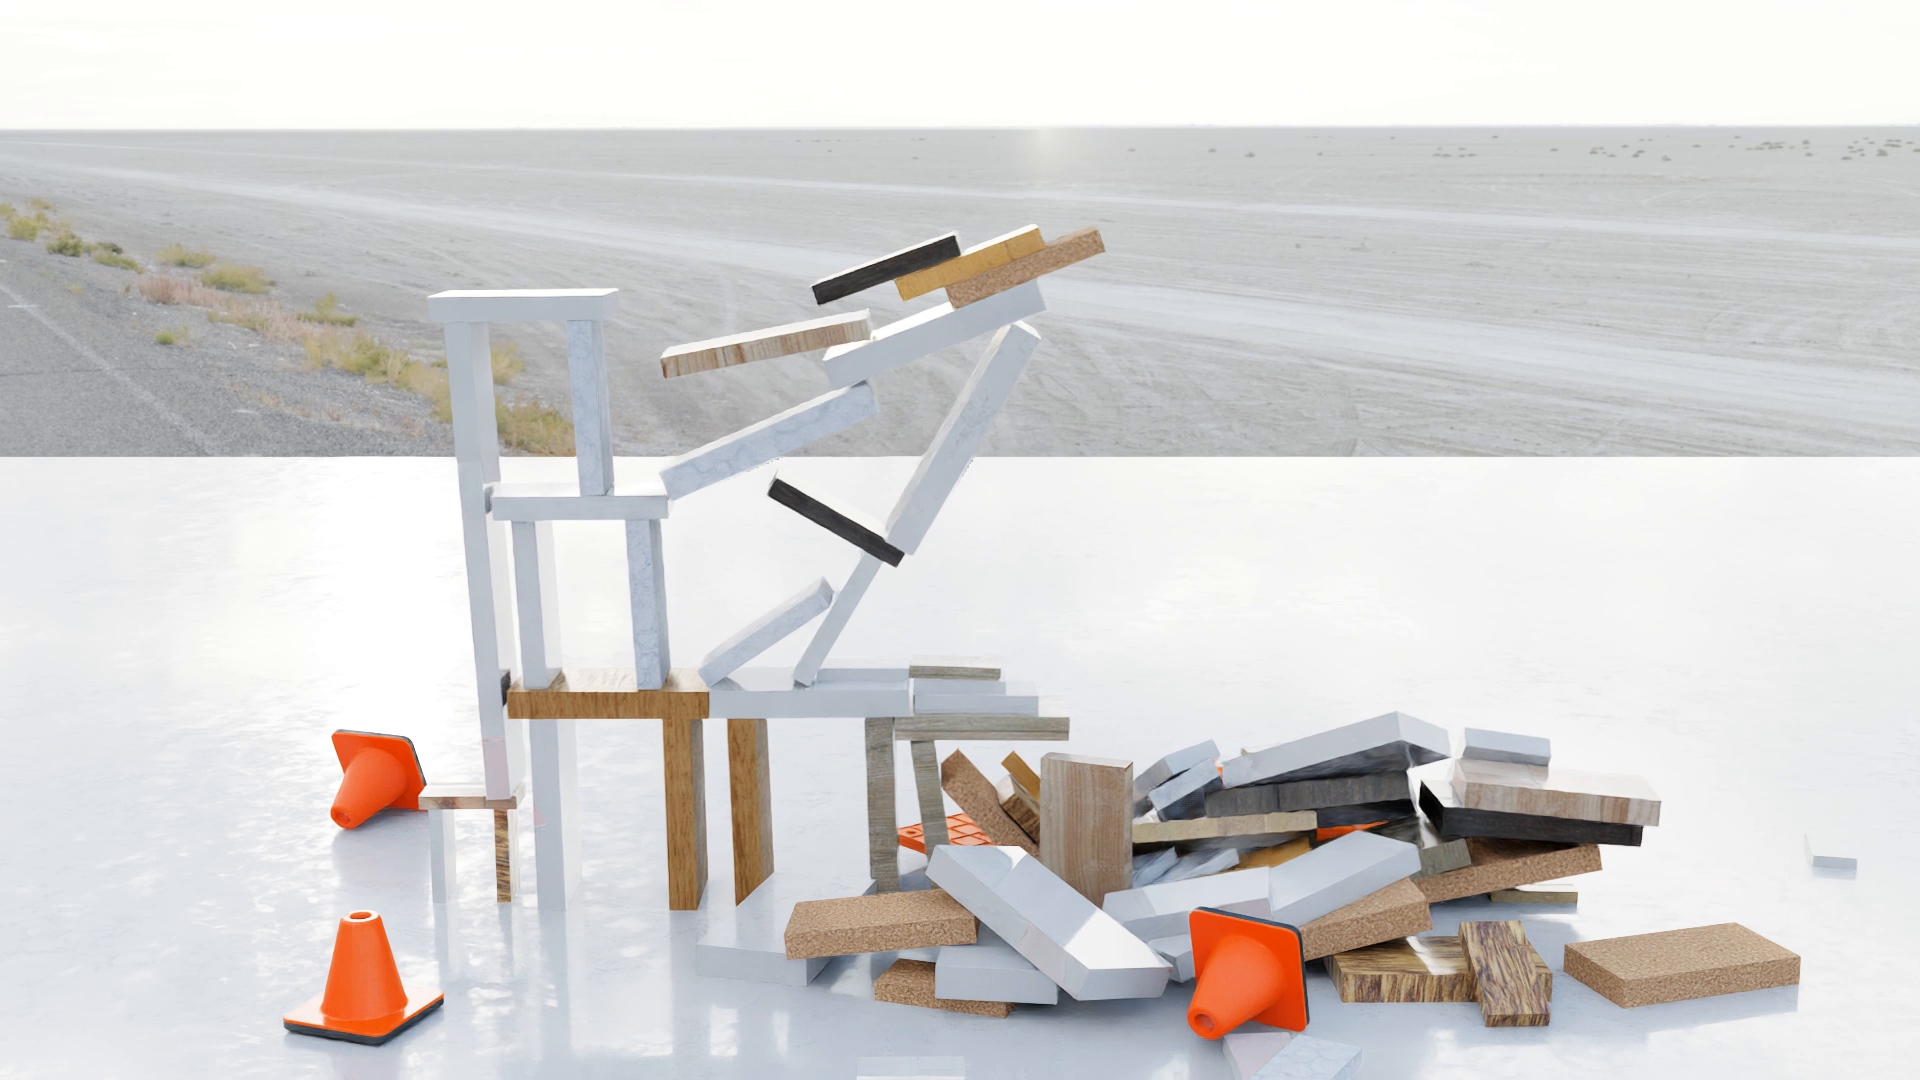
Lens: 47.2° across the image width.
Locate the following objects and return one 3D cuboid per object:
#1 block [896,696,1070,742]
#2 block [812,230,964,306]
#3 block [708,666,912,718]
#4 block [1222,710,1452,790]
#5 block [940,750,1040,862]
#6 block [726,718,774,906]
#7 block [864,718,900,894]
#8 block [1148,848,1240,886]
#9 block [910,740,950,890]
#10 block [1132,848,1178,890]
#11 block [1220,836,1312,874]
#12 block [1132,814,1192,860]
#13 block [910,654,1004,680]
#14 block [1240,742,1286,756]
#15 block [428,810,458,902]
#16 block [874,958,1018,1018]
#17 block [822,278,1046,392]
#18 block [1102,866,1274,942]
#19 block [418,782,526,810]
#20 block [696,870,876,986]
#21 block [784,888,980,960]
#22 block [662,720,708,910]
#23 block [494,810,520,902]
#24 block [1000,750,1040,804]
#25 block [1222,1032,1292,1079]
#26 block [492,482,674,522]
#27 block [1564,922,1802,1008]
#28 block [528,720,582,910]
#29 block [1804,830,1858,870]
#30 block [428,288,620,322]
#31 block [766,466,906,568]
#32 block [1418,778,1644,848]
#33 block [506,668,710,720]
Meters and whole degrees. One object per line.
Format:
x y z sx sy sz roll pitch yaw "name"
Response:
0.034 0.291 3.614 0.282 0.040 0.141 0 10 -2 "block"
-0.113 -0.433 3.496 0.239 0.034 0.120 -19 10 6 "block"
-0.242 0.249 3.607 0.322 0.046 0.161 0 11 0 "block"
0.622 0.364 3.643 0.336 0.048 0.168 -22 -27 35 "block"
0.078 0.477 3.637 0.040 0.282 0.141 -42 9 6 "block"
-0.346 0.431 3.641 0.046 0.322 0.161 -1 10 2 "block"
-0.128 0.428 3.655 0.046 0.322 0.161 -2 11 0 "block"
0.359 0.554 3.612 0.186 0.026 0.093 -22 4 -31 "block"
-0.044 0.453 3.628 0.040 0.282 0.141 -8 11 -1 "block"
0.272 0.557 3.607 0.093 0.026 0.186 -21 1 38 "block"
0.490 0.542 3.626 0.186 0.026 0.093 -18 10 9 "block"
0.326 0.536 3.867 0.120 0.034 0.240 -2 11 -9 "block"
-0.005 0.209 3.614 0.149 0.021 0.075 2 11 5 "block"
0.645 0.437 4.038 0.143 0.041 0.286 -4 14 -20 "block"
-0.858 0.512 3.651 0.023 0.160 0.080 0 11 0 "block"
-0.013 0.657 3.229 0.202 0.029 0.101 4 11 19 "block"
-0.040 -0.336 3.511 0.356 0.050 0.178 -21 11 4 "block"
0.342 0.552 3.313 0.255 0.036 0.127 -11 11 11 "block"
-0.805 0.422 3.633 0.160 0.023 0.080 0 11 0 "block"
-0.266 0.605 3.452 0.174 0.049 0.348 3 11 15 "block"
-0.113 0.572 3.293 0.282 0.040 0.141 -6 10 5 "block"
-0.454 0.431 3.639 0.046 0.322 0.161 -1 11 0 "block"
-0.752 0.512 3.651 0.023 0.160 0.080 0 11 0 "block"
0.168 0.462 3.778 0.224 0.032 0.112 45 -2 24 "block"
0.415 0.710 2.952 0.090 0.026 0.180 -1 11 -4 "block"
-0.604 -0.063 3.541 0.276 0.039 0.138 -1 11 -3 "block"
1.083 0.636 3.301 0.306 0.043 0.153 -3 11 -18 "block"
-0.668 0.431 3.639 0.046 0.322 0.161 -1 11 0 "block"
1.528 0.544 3.861 0.071 0.020 0.142 3 11 15 "block"
-0.690 -0.373 3.491 0.275 0.039 0.137 0 11 2 "block"
-0.198 -0.038 3.557 0.238 0.034 0.119 29 9 -7 "block"
0.934 0.447 3.611 0.326 0.046 0.163 4 9 -2 "block"
-0.565 0.251 3.605 0.322 0.046 0.161 0 11 0 "block"
